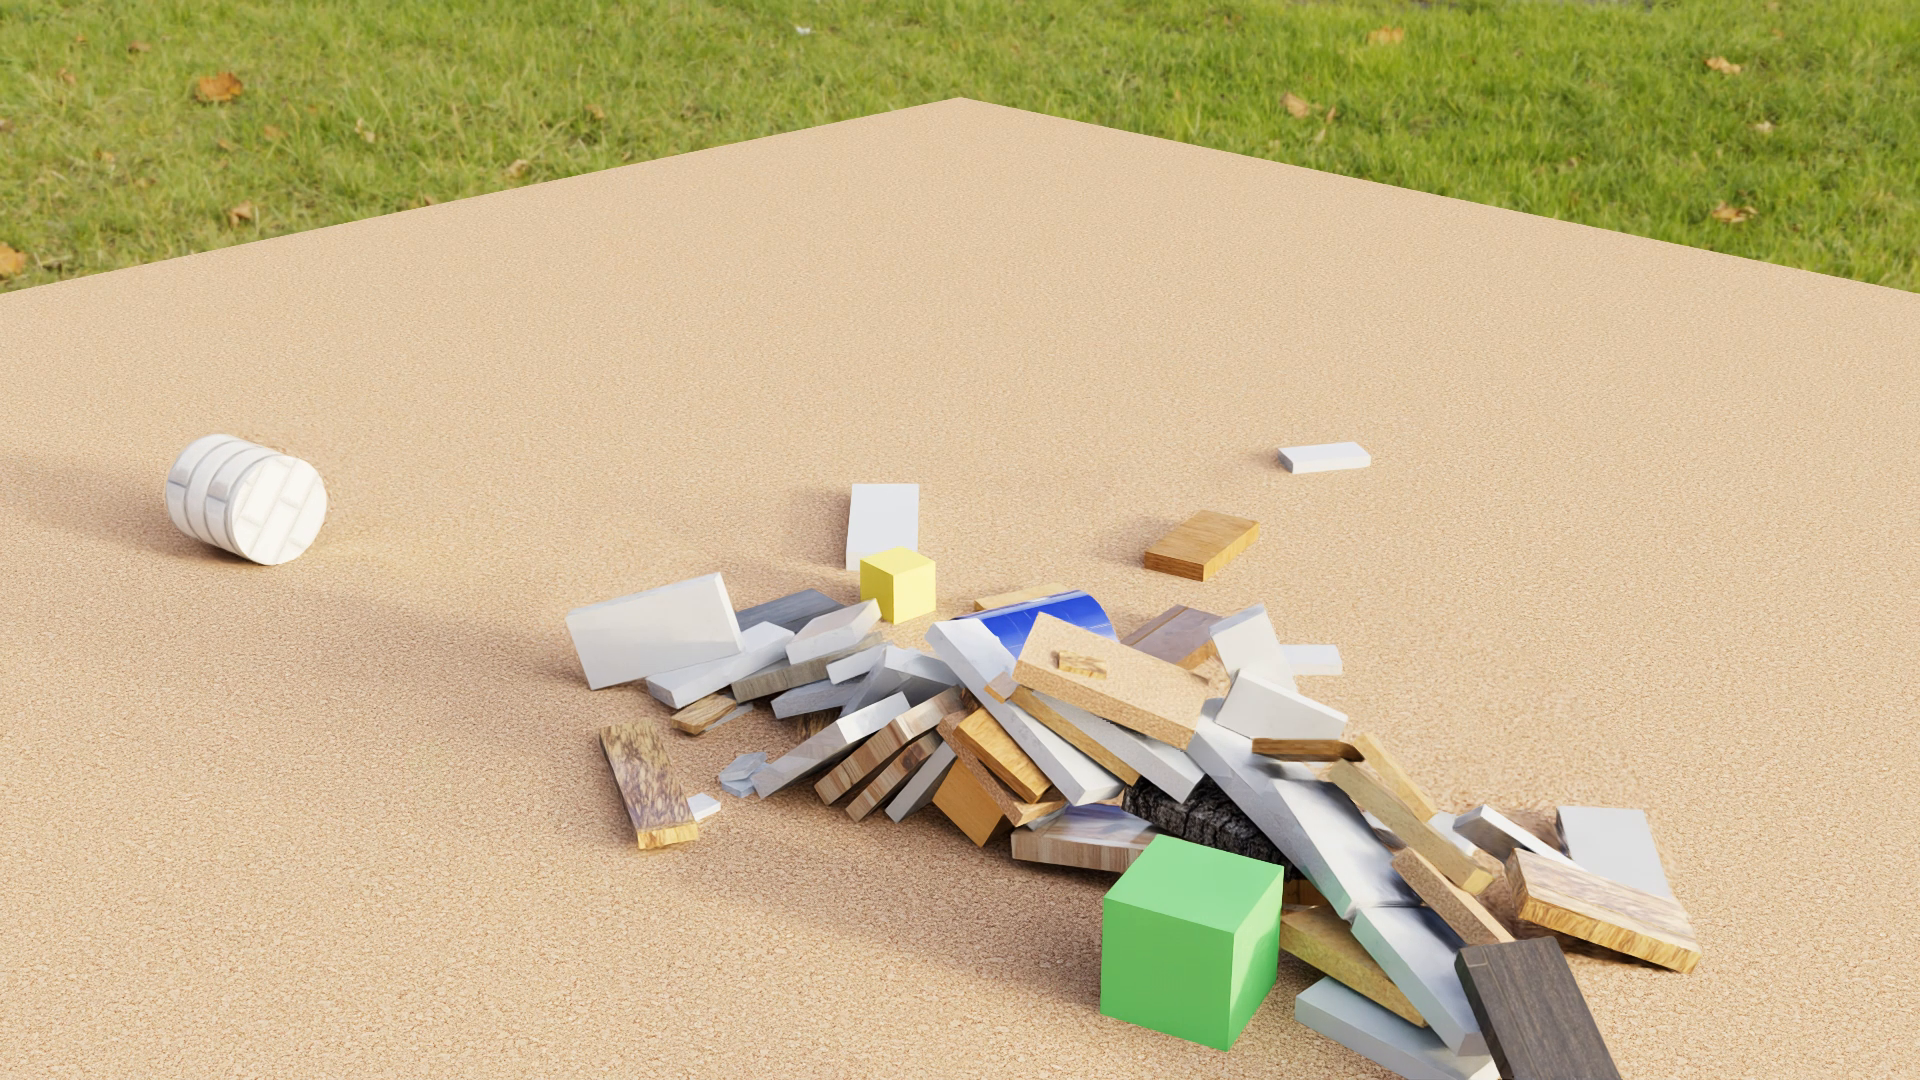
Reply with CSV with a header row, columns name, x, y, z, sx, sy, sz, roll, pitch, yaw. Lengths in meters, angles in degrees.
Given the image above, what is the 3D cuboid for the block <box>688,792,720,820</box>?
name,x,y,z,sx,sy,sz,roll,pitch,yaw
block,-0.549,0.549,4.446,0.119,0.017,0.059,-21,31,-40

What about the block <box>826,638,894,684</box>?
name,x,y,z,sx,sy,sz,roll,pitch,yaw
block,-0.201,0.250,4.576,0.144,0.041,0.288,-21,-1,-2

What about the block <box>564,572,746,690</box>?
name,x,y,z,sx,sy,sz,roll,pitch,yaw
block,-0.682,0.204,4.918,0.360,0.180,0.051,-14,16,11

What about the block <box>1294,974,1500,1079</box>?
name,x,y,z,sx,sy,sz,roll,pitch,yaw
block,0.757,0.832,3.739,0.169,0.048,0.338,-21,31,-40

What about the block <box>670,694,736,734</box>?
name,x,y,z,sx,sy,sz,roll,pitch,yaw
block,-0.559,0.378,4.793,0.071,0.020,0.141,14,27,30

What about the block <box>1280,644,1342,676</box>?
name,x,y,z,sx,sy,sz,roll,pitch,yaw
block,0.773,0.276,5.073,0.201,0.028,0.100,0,23,0

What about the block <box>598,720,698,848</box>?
name,x,y,z,sx,sy,sz,roll,pitch,yaw
block,-0.646,0.495,4.521,0.117,0.033,0.503,-8,22,-16

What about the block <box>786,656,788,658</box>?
name,x,y,z,sx,sy,sz,roll,pitch,yaw
block,-0.285,0.269,5.020,0.282,0.040,0.141,14,16,38

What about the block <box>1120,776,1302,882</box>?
name,x,y,z,sx,sy,sz,roll,pitch,yaw
block,0.506,0.525,4.160,0.359,0.051,0.180,21,25,29

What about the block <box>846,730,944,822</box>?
name,x,y,z,sx,sy,sz,roll,pitch,yaw
block,-0.116,0.464,4.384,0.036,0.257,0.128,51,42,10

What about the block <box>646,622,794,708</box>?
name,x,y,z,sx,sy,sz,roll,pitch,yaw
block,-0.532,0.278,4.925,0.313,0.044,0.157,-26,19,-24

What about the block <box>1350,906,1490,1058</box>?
name,x,y,z,sx,sy,sz,roll,pitch,yaw
block,0.818,0.736,3.691,0.169,0.048,0.338,3,25,-25

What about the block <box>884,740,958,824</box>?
name,x,y,z,sx,sy,sz,roll,pitch,yaw
block,-0.041,0.460,4.384,0.036,0.257,0.128,48,41,13

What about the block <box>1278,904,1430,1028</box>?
name,x,y,z,sx,sy,sz,roll,pitch,yaw
block,0.731,0.735,3.837,0.169,0.048,0.338,-6,21,-40

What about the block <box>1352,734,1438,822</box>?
name,x,y,z,sx,sy,sz,roll,pitch,yaw
block,0.786,0.428,3.968,0.186,0.026,0.093,50,11,16

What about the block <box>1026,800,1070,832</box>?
name,x,y,z,sx,sy,sz,roll,pitch,yaw
block,0.110,0.468,4.279,0.201,0.028,0.100,45,40,19

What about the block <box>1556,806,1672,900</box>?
name,x,y,z,sx,sy,sz,roll,pitch,yaw
block,1.257,0.619,4.241,0.166,0.047,0.332,3,23,6

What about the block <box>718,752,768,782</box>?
name,x,y,z,sx,sy,sz,roll,pitch,yaw
block,-0.452,0.472,4.585,0.059,0.017,0.119,-10,11,20

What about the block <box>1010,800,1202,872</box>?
name,x,y,z,sx,sy,sz,roll,pitch,yaw
block,0.299,0.572,4.220,0.359,0.051,0.180,3,18,26

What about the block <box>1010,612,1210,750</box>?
name,x,y,z,sx,sy,sz,roll,pitch,yaw
block,0.287,0.264,4.163,0.352,0.050,0.176,22,33,4

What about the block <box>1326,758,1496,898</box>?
name,x,y,z,sx,sy,sz,roll,pitch,yaw
block,0.817,0.520,3.986,0.316,0.045,0.158,40,5,29

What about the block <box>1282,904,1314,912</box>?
name,x,y,z,sx,sy,sz,roll,pitch,yaw
block,0.599,0.665,4.158,0.153,0.022,0.076,9,20,20

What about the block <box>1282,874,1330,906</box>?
name,x,y,z,sx,sy,sz,roll,pitch,yaw
block,0.554,0.619,4.166,0.359,0.051,0.180,2,18,21

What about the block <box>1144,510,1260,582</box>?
name,x,y,z,sx,sy,sz,roll,pitch,yaw
block,0.626,0.012,5.672,0.165,0.047,0.330,14,27,29

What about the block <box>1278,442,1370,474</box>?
name,x,y,z,sx,sy,sz,roll,pitch,yaw
block,1.038,-0.235,6.273,0.234,0.033,0.117,-6,24,-13

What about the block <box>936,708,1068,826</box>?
name,x,y,z,sx,sy,sz,roll,pitch,yaw
block,0.081,0.430,4.251,0.128,0.036,0.256,-16,56,-43

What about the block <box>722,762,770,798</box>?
name,x,y,z,sx,sy,sz,roll,pitch,yaw
block,-0.432,0.498,4.567,0.059,0.017,0.119,19,29,37

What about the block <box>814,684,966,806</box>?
name,x,y,z,sx,sy,sz,roll,pitch,yaw
block,-0.138,0.413,4.409,0.177,0.355,0.050,-26,79,-41

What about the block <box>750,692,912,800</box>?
name,x,y,z,sx,sy,sz,roll,pitch,yaw
block,-0.261,0.416,4.436,0.177,0.050,0.355,-22,-10,-41

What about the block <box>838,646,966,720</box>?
name,x,y,z,sx,sy,sz,roll,pitch,yaw
block,-0.124,0.342,4.490,0.177,0.355,0.050,17,54,-13

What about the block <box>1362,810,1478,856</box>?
name,x,y,z,sx,sy,sz,roll,pitch,yaw
block,0.912,0.572,4.350,0.221,0.031,0.111,14,34,30
